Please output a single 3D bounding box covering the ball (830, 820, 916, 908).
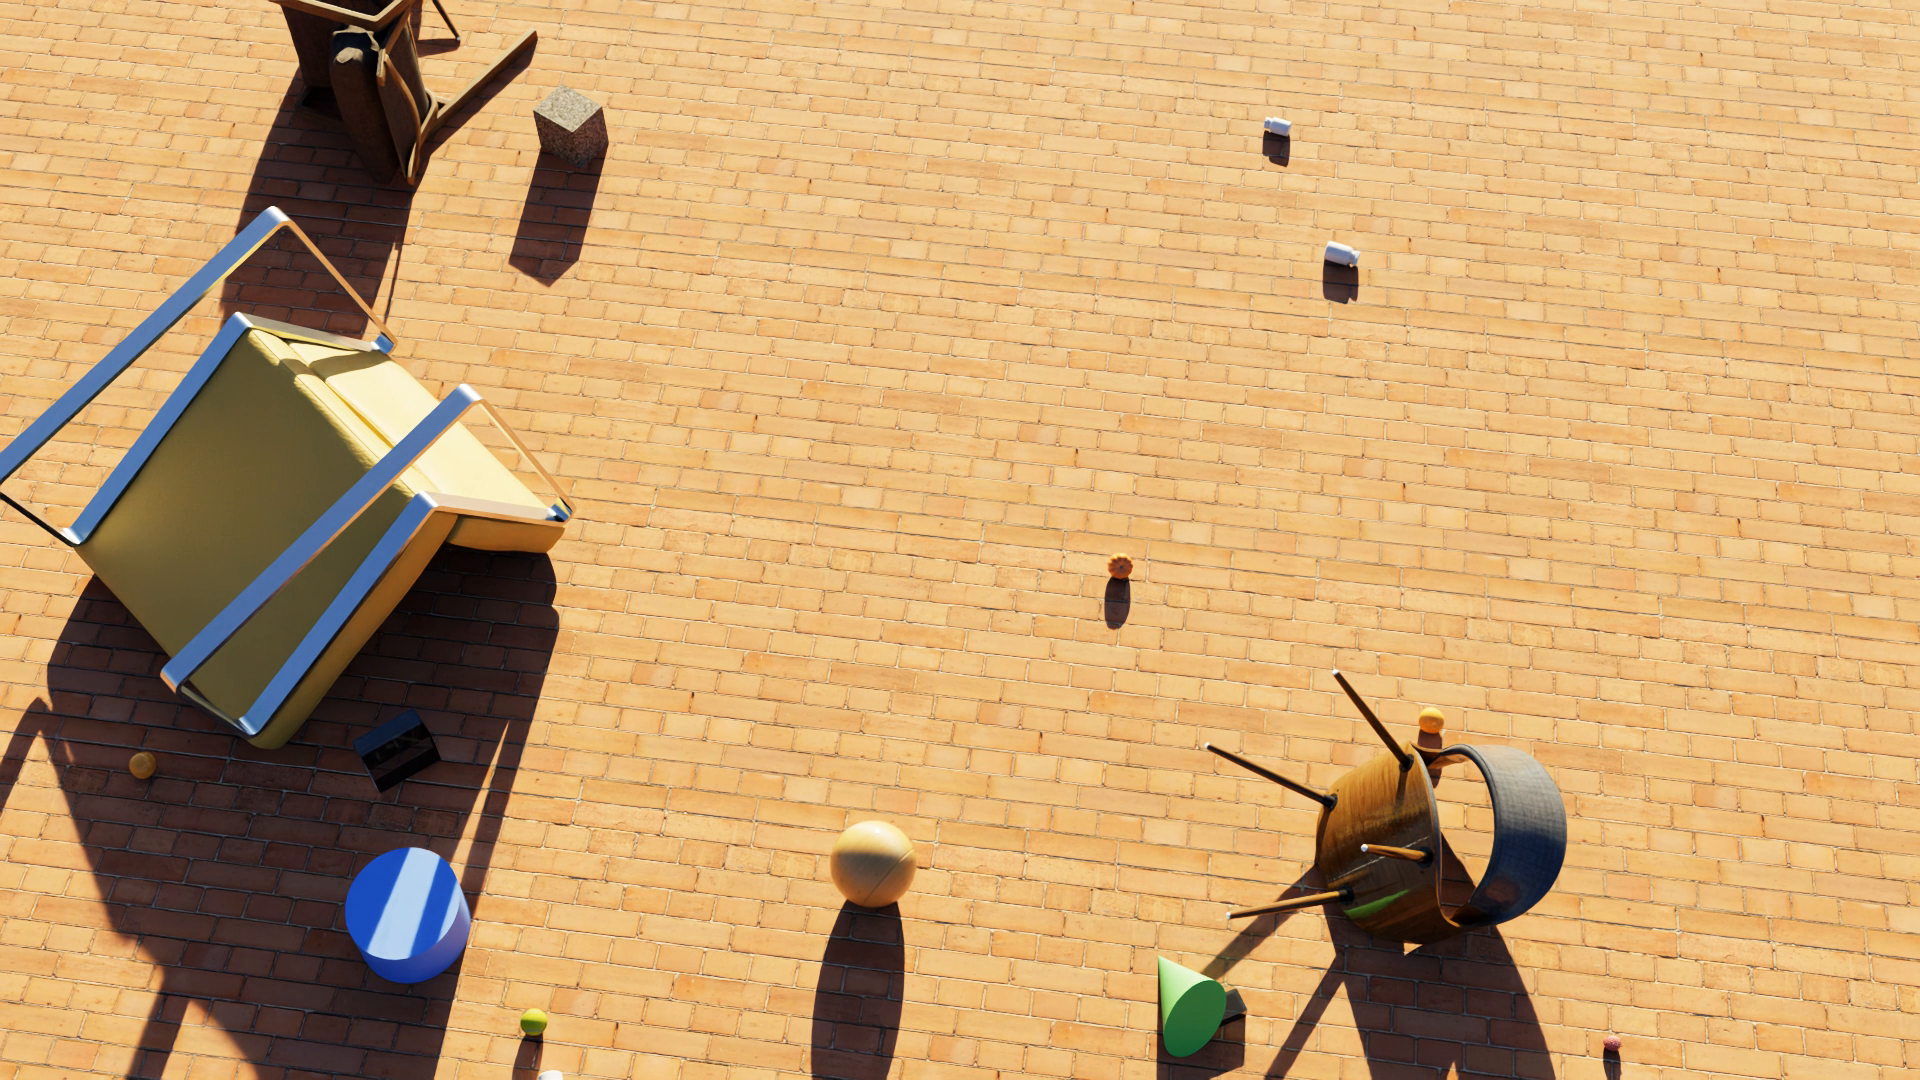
[{"bbox_3d":[-0.231,0.862,5.856,0.232,0.232,0.232,0,56,0],"label":"ball"}]

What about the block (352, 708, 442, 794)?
[{"bbox_3d":[-1.563,0.584,6.100,0.189,0.136,0.109,-30,61,-19],"label":"block"}]

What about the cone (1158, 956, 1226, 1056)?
[{"bbox_3d":[0.563,1.163,5.728,0.159,0.251,0.256,7,26,-23],"label":"cone"}]

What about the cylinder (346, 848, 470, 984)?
[{"bbox_3d":[-1.457,0.992,5.814,0.298,0.157,0.318,-2,56,-1],"label":"cylinder"}]

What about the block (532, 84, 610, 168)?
[{"bbox_3d":[-1.309,-1.392,7.402,0.177,0.176,0.149,31,61,19],"label":"block"}]

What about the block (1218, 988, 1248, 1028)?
[{"bbox_3d":[0.685,1.222,5.727,0.105,0.045,0.066,-19,58,-12],"label":"block"}]
